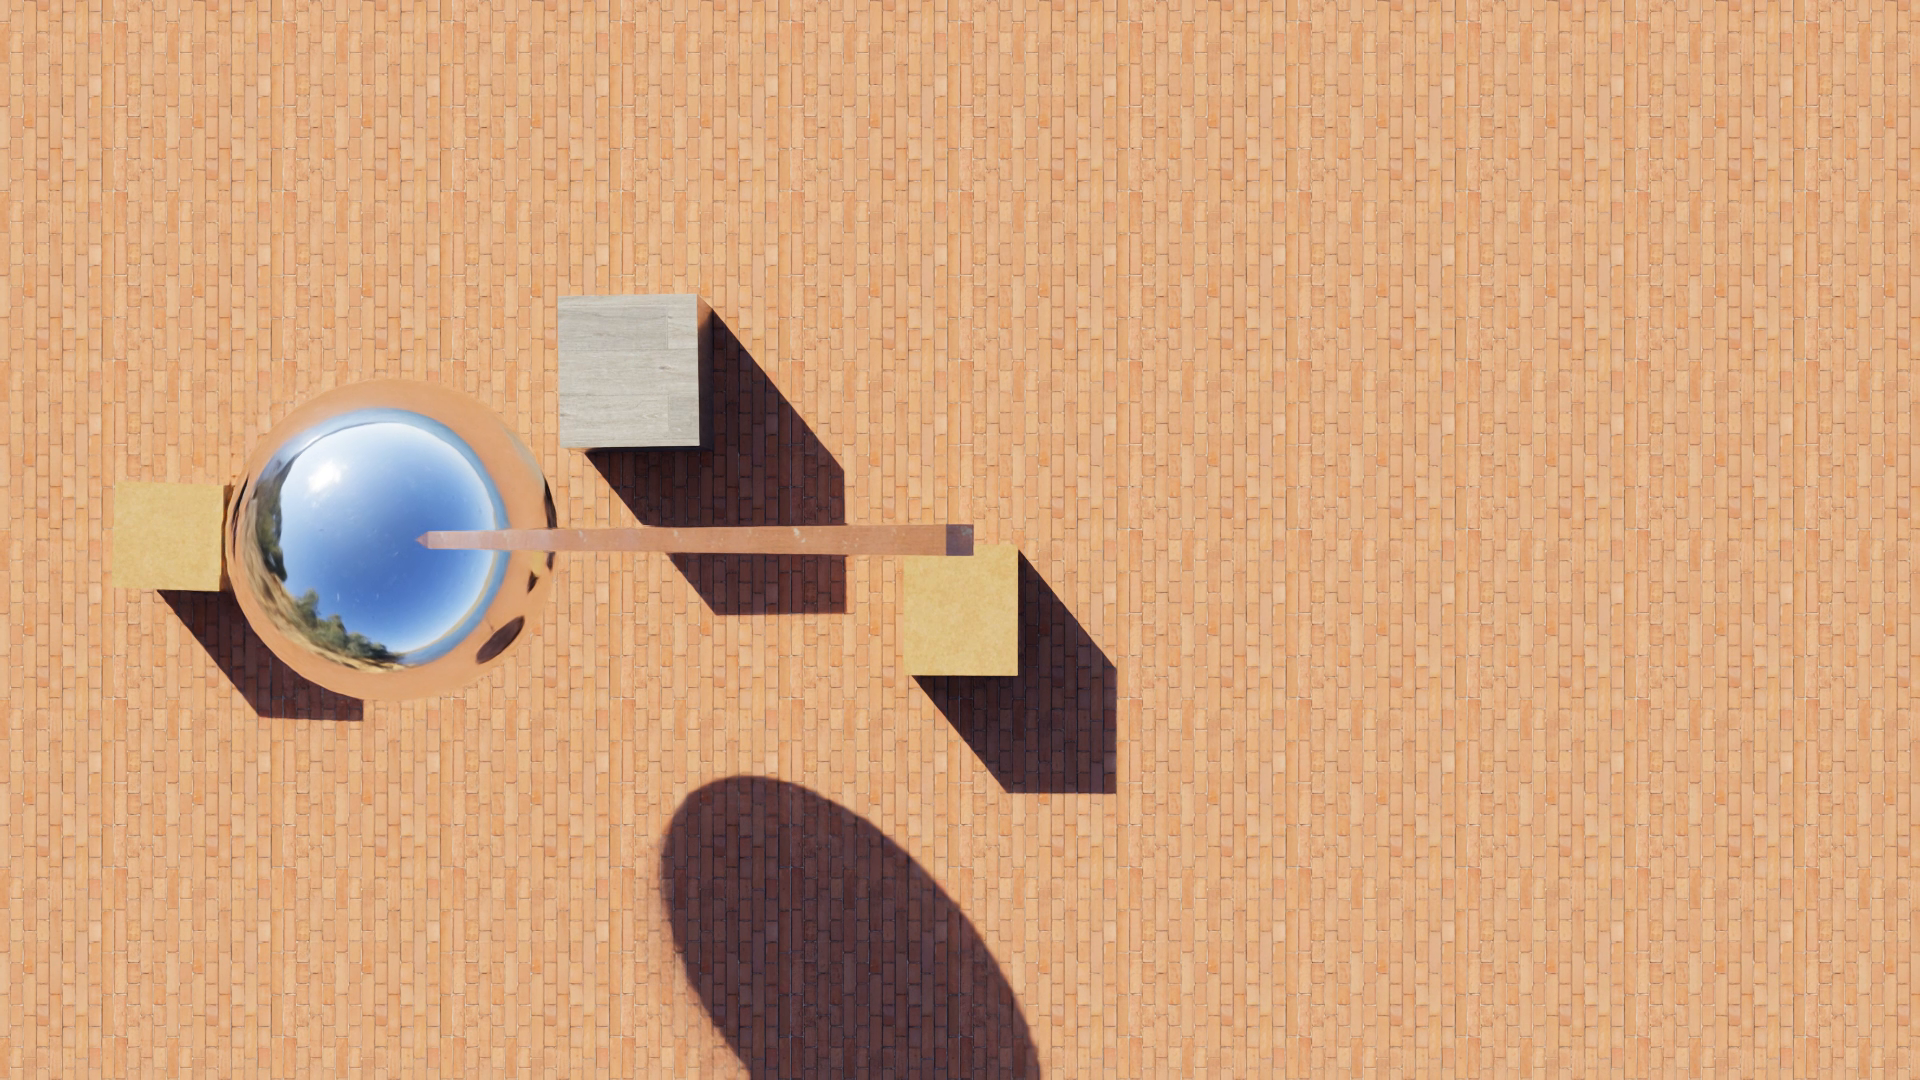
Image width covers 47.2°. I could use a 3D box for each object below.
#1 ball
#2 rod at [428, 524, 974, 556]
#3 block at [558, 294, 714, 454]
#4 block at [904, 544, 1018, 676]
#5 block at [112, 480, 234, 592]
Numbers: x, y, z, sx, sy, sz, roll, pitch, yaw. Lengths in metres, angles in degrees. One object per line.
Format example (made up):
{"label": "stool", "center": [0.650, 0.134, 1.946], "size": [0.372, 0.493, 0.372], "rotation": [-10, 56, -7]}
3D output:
{"label": "ball", "center": [-2.793, 0.000, 10.873], "size": [1.600, 1.600, 1.600], "rotation": [0, 90, 0]}
{"label": "rod", "center": [-1.210, 0.000, 7.864], "size": [0.080, 5.200, 0.080], "rotation": [0, 90, -28]}
{"label": "block", "center": [-1.845, -0.942, 12.615], "size": [0.775, 0.770, 0.845], "rotation": [-1, 90, 0]}
{"label": "block", "center": [0.003, 0.395, 12.705], "size": [0.645, 0.590, 0.738], "rotation": [0, 90, 0]}
{"label": "block", "center": [-4.459, -0.022, 12.686], "size": [0.611, 0.629, 0.600], "rotation": [2, 90, 0]}
